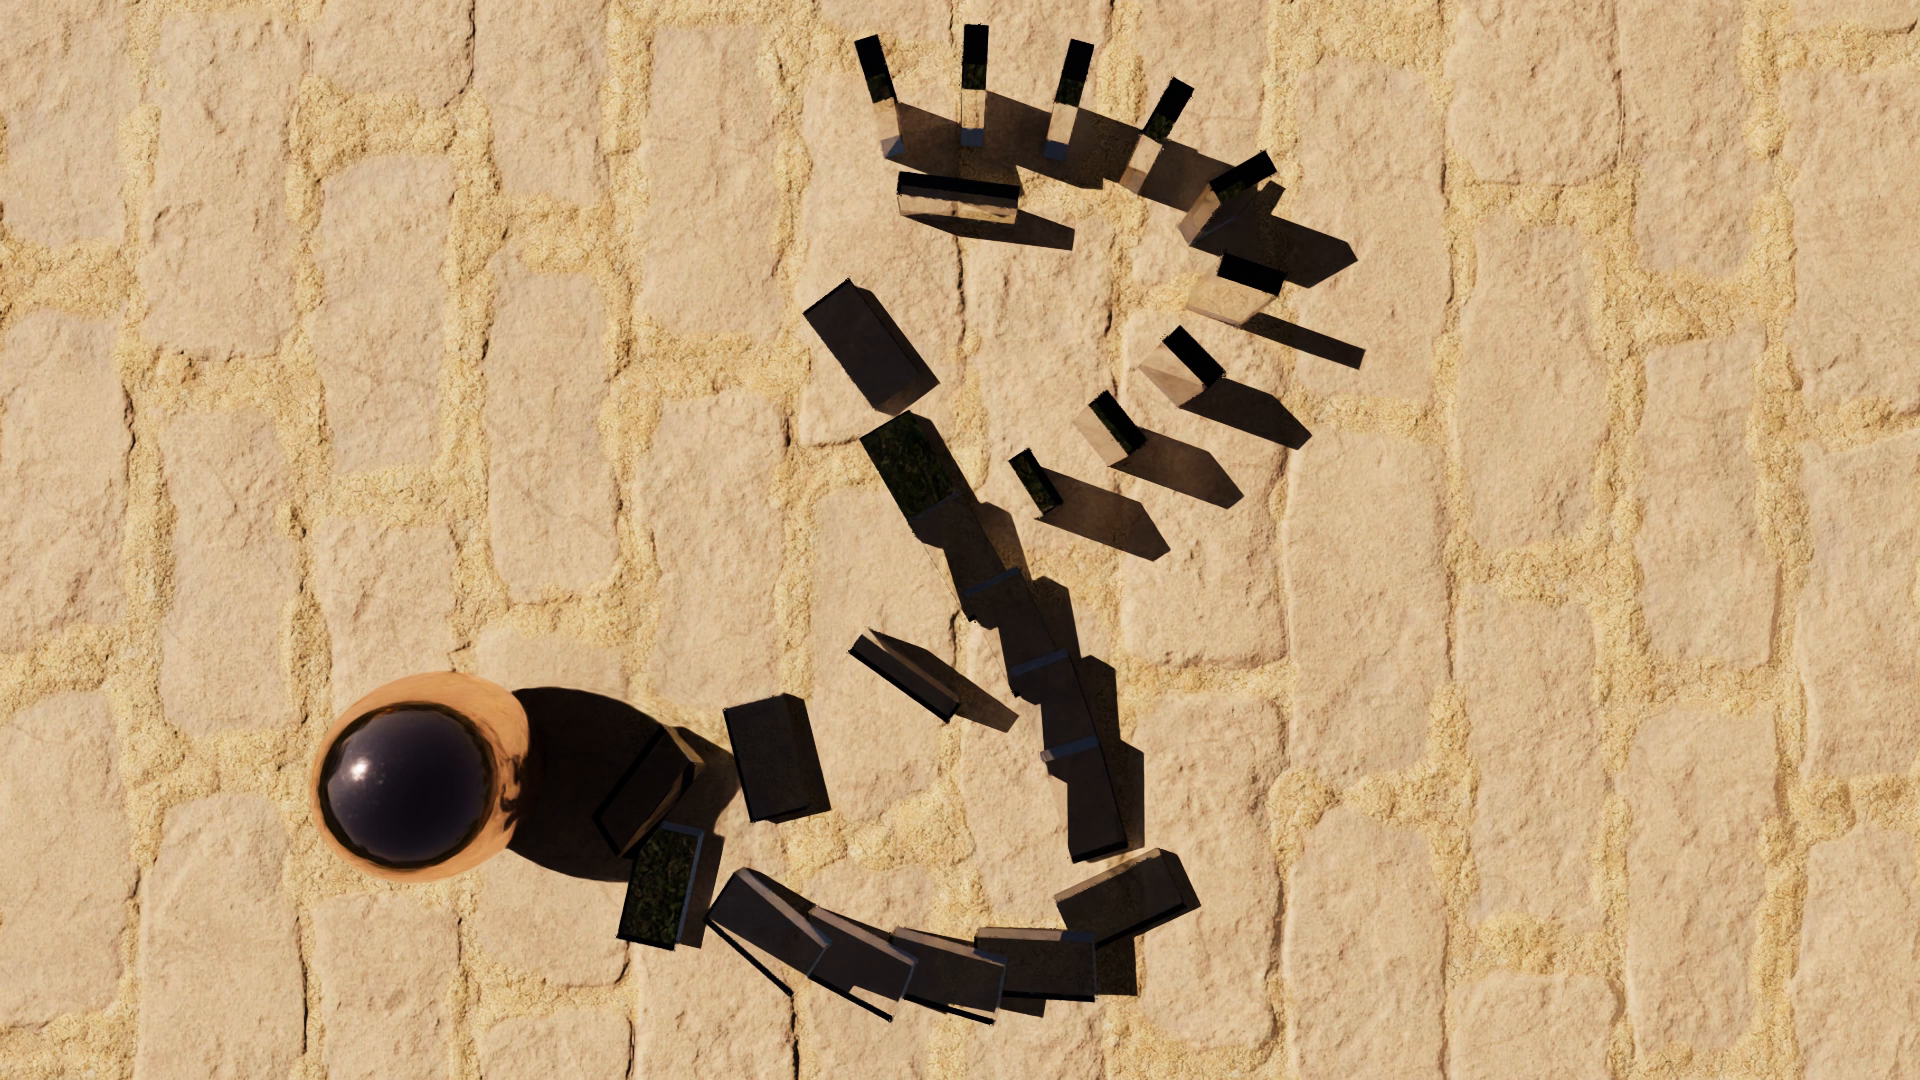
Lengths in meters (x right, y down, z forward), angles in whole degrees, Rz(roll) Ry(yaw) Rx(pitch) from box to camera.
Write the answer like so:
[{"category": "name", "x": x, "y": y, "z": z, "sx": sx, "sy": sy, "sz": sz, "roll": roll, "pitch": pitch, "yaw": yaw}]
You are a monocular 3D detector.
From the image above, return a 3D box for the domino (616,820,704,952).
[{"category": "domino", "x": -0.129, "y": 0.148, "z": 0.395, "sx": 0.025, "sy": 0.010, "sz": 0.050, "roll": 13, "pitch": 90, "yaw": 0}]

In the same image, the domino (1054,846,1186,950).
[{"category": "domino", "x": 0.069, "y": 0.156, "z": 0.395, "sx": 0.050, "sy": 0.010, "sz": 0.025, "roll": -25, "pitch": 90, "yaw": 0}]

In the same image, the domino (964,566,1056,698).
[{"category": "domino", "x": 0.024, "y": 0.039, "z": 0.389, "sx": 0.025, "sy": 0.010, "sz": 0.050, "roll": -26, "pitch": 105, "yaw": 0}]

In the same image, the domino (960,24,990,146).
[{"category": "domino", "x": 0.006, "y": -0.184, "z": 0.375, "sx": 0.009, "sy": 0.050, "sz": 0.025, "roll": 3, "pitch": 90, "yaw": 0}]

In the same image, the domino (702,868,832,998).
[{"category": "domino", "x": -0.082, "y": 0.166, "z": 0.389, "sx": 0.050, "sy": 0.010, "sz": 0.025, "roll": 34, "pitch": 91, "yaw": 15}]

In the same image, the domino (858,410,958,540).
[{"category": "domino", "x": -0.020, "y": -0.028, "z": 0.395, "sx": 0.025, "sy": 0.009, "sz": 0.050, "roll": -30, "pitch": 90, "yaw": 0}]

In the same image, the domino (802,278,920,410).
[{"category": "domino", "x": -0.042, "y": -0.084, "z": 0.395, "sx": 0.025, "sy": 0.009, "sz": 0.050, "roll": -37, "pitch": 90, "yaw": 0}]

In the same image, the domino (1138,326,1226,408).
[{"category": "domino", "x": 0.089, "y": -0.070, "z": 0.375, "sx": 0.009, "sy": 0.050, "sz": 0.025, "roll": -45, "pitch": 90, "yaw": 0}]

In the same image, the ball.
[{"category": "ball", "x": -0.206, "y": 0.092, "z": 0.360, "sx": 0.080, "sy": 0.080, "sz": 0.080, "roll": 0, "pitch": 90, "yaw": 0}]

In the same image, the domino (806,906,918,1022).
[{"category": "domino", "x": -0.046, "y": 0.179, "z": 0.389, "sx": 0.050, "sy": 0.010, "sz": 0.025, "roll": 20, "pitch": 90, "yaw": 15}]

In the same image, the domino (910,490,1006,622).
[{"category": "domino", "x": 0.002, "y": 0.007, "z": 0.390, "sx": 0.025, "sy": 0.010, "sz": 0.050, "roll": -30, "pitch": 104, "yaw": 0}]

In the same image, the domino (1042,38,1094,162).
[{"category": "domino", "x": 0.044, "y": -0.178, "z": 0.375, "sx": 0.009, "sy": 0.050, "sz": 0.025, "roll": 15, "pitch": 90, "yaw": 0}]

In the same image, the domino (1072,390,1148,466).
[{"category": "domino", "x": 0.060, "y": -0.045, "z": 0.375, "sx": 0.010, "sy": 0.050, "sz": 0.025, "roll": -39, "pitch": 90, "yaw": 0}]

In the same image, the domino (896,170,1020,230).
[{"category": "domino", "x": -0.001, "y": -0.143, "z": 0.388, "sx": 0.050, "sy": 0.025, "sz": 0.010, "roll": 7, "pitch": 90, "yaw": 0}]

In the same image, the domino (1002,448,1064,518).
[{"category": "domino", "x": 0.029, "y": -0.022, "z": 0.375, "sx": 0.010, "sy": 0.050, "sz": 0.025, "roll": -33, "pitch": 90, "yaw": 0}]

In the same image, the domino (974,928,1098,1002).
[{"category": "domino", "x": 0.032, "y": 0.180, "z": 0.389, "sx": 0.050, "sy": 0.009, "sz": 0.025, "roll": -4, "pitch": 90, "yaw": 14}]

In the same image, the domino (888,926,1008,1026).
[{"category": "domino", "x": -0.007, "y": 0.185, "z": 0.389, "sx": 0.050, "sy": 0.010, "sz": 0.025, "roll": 9, "pitch": 90, "yaw": 15}]

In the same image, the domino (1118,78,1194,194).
[{"category": "domino", "x": 0.079, "y": -0.164, "z": 0.375, "sx": 0.010, "sy": 0.050, "sz": 0.025, "roll": 30, "pitch": 90, "yaw": 0}]

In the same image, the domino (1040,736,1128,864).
[{"category": "domino", "x": 0.053, "y": 0.110, "z": 0.389, "sx": 0.025, "sy": 0.010, "sz": 0.050, "roll": -17, "pitch": 105, "yaw": 0}]

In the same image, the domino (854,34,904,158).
[{"category": "domino", "x": -0.032, "y": -0.180, "z": 0.375, "sx": 0.010, "sy": 0.050, "sz": 0.025, "roll": -17, "pitch": 90, "yaw": 0}]

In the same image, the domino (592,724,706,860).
[{"category": "domino", "x": -0.132, "y": 0.107, "z": 0.389, "sx": 0.025, "sy": 0.010, "sz": 0.050, "roll": 37, "pitch": 90, "yaw": 35}]

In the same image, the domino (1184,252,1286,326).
[{"category": "domino", "x": 0.111, "y": -0.101, "z": 0.375, "sx": 0.025, "sy": 0.050, "sz": 0.009, "roll": 19, "pitch": 90, "yaw": 0}]

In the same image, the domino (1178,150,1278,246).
[{"category": "domino", "x": 0.108, "y": -0.139, "z": 0.375, "sx": 0.025, "sy": 0.050, "sz": 0.010, "roll": -30, "pitch": 90, "yaw": 0}]

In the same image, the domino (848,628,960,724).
[{"category": "domino", "x": -0.023, "y": 0.057, "z": 0.388, "sx": 0.050, "sy": 0.025, "sz": 0.010, "roll": 36, "pitch": 90, "yaw": 0}]

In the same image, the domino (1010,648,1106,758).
[{"category": "domino", "x": 0.042, "y": 0.074, "z": 0.389, "sx": 0.025, "sy": 0.010, "sz": 0.050, "roll": -20, "pitch": 105, "yaw": 0}]

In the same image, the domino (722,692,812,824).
[{"category": "domino", "x": -0.083, "y": 0.094, "z": 0.395, "sx": 0.025, "sy": 0.010, "sz": 0.050, "roll": -14, "pitch": 90, "yaw": 0}]
